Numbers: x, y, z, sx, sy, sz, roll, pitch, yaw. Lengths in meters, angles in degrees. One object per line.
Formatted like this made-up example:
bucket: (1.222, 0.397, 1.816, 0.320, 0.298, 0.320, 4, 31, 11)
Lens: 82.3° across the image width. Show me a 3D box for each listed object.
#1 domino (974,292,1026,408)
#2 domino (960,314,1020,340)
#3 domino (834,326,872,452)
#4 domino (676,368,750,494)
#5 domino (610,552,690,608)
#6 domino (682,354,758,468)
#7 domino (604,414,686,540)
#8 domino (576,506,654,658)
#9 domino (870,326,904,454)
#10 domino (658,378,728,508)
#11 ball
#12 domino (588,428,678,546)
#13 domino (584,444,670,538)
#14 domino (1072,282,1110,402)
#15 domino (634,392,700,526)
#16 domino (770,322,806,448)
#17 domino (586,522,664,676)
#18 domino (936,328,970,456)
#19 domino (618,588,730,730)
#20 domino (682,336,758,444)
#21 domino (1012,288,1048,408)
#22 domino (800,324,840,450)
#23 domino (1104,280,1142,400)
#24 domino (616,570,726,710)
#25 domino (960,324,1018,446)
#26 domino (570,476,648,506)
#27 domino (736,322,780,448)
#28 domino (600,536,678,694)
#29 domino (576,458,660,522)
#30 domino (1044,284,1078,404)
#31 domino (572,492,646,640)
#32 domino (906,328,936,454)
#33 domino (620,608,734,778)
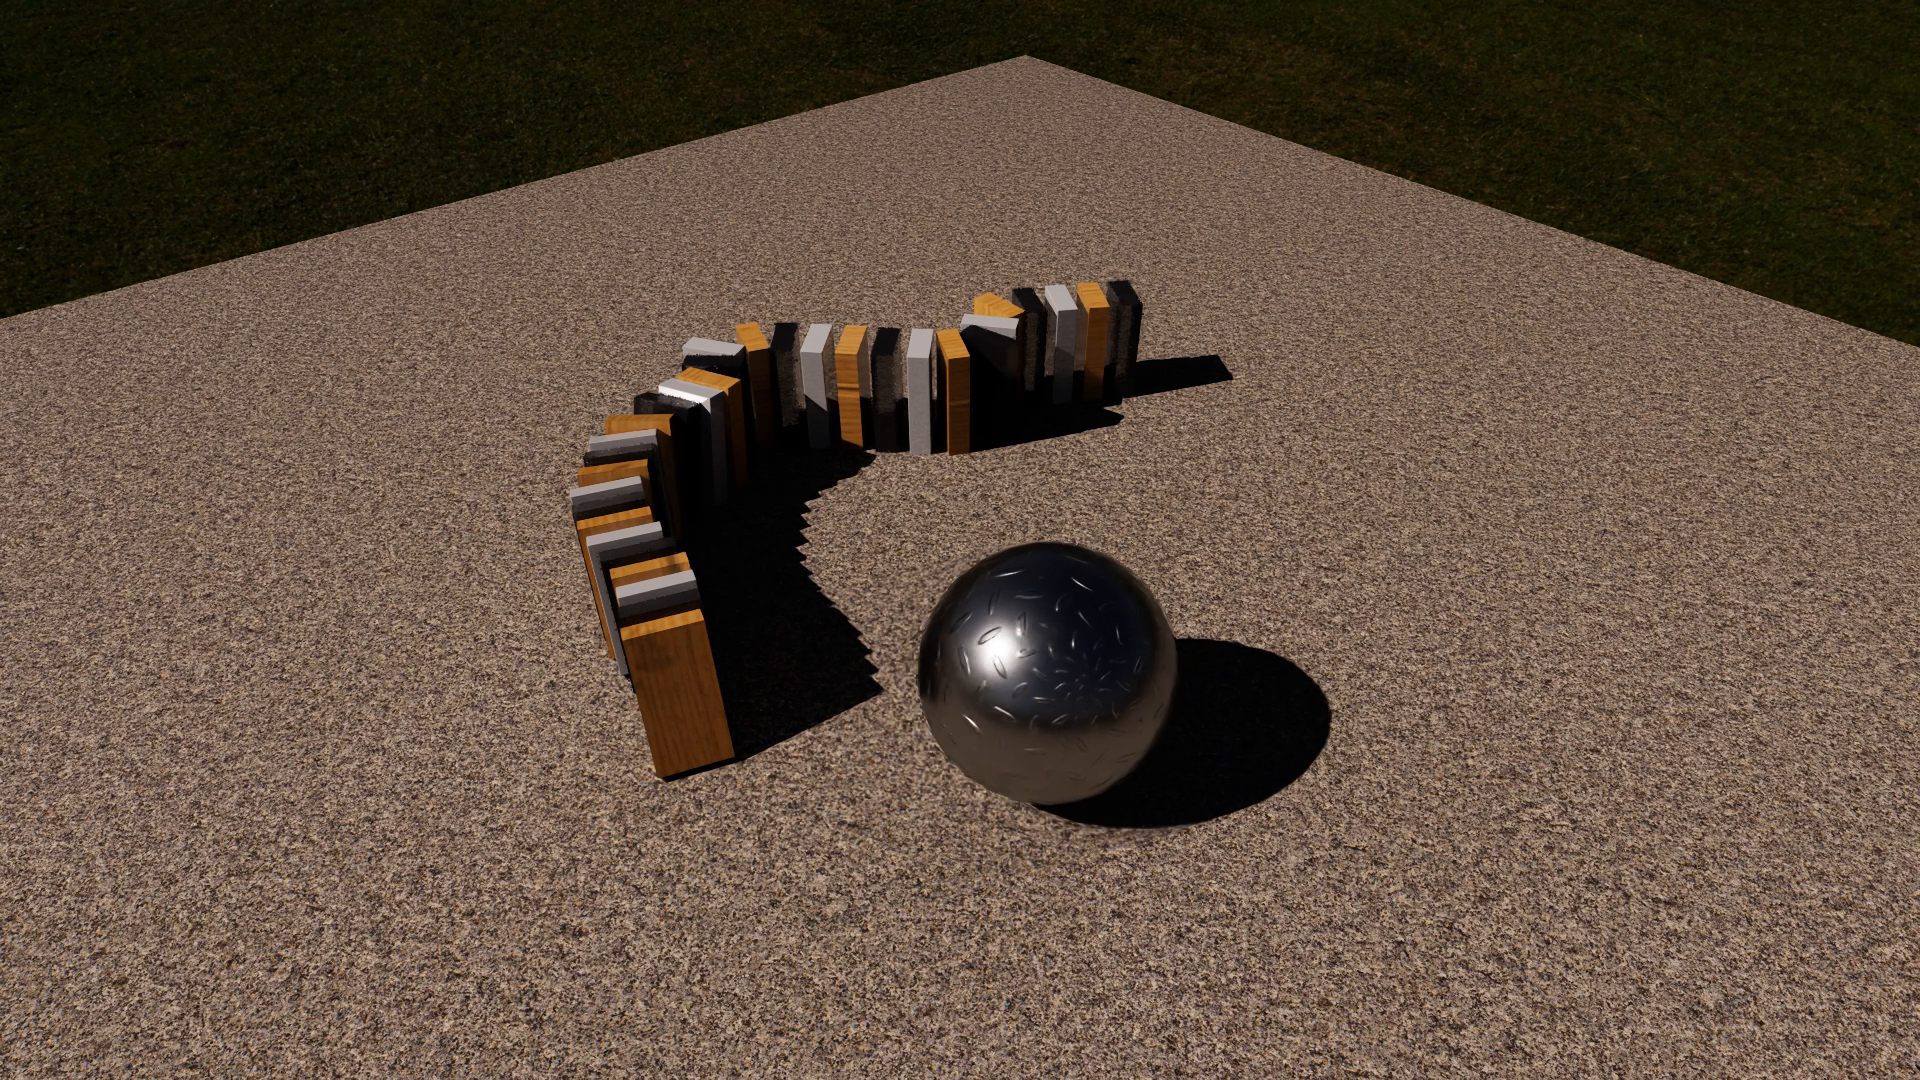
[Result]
domino: (0.018, -0.089, 0.520, 0.010, 0.050, 0.025, -29, 47, -30)
domino: (0.013, -0.079, 0.507, 0.025, 0.050, 0.010, 7, 40, 9)
domino: (-0.047, -0.068, 0.494, 0.009, 0.050, 0.025, 4, 39, 5)
domino: (-0.105, -0.046, 0.468, 0.025, 0.050, 0.009, 16, 36, 18)
domino: (-0.100, 0.031, 0.373, 0.025, 0.050, 0.009, -14, 23, -16)
domino: (-0.104, -0.056, 0.479, 0.025, 0.050, 0.009, 2, 37, 2)
domino: (-0.126, -0.025, 0.441, 0.025, 0.050, 0.009, -2, 21, -2)
domino: (-0.118, 0.015, 0.392, 0.025, 0.050, 0.010, -13, 23, -16)
domino: (-0.032, -0.067, 0.493, 0.009, 0.050, 0.025, 4, 39, 5)
domino: (-0.111, -0.040, 0.460, 0.025, 0.050, 0.010, 16, 32, 18)
ball: (0.027, 0.041, 0.338, 0.080, 0.080, 0.080, 0, 39, 0)
domino: (-0.128, -0.017, 0.432, 0.025, 0.050, 0.010, -9, 21, -11)
domino: (-0.127, -0.010, 0.424, 0.025, 0.050, 0.010, -9, 22, -11)
domino: (0.062, -0.095, 0.527, 0.009, 0.050, 0.025, -5, 40, -6)
domino: (-0.120, -0.033, 0.452, 0.025, 0.050, 0.009, 13, 24, 16)
domino: (-0.077, -0.070, 0.497, 0.009, 0.050, 0.025, 1, 39, -1)
domino: (-0.112, 0.021, 0.386, 0.025, 0.050, 0.010, -13, 23, -16)
domino: (-0.003, -0.066, 0.492, 0.009, 0.050, 0.025, -8, 40, -10)
domino: (-0.093, 0.043, 0.358, 0.025, 0.050, 0.009, -14, 23, -16)
domino: (-0.106, -0.064, 0.489, 0.025, 0.050, 0.009, 11, 39, 14)
domino: (0.032, -0.091, 0.523, 0.010, 0.050, 0.025, -9, 40, -11)
domino: (-0.063, -0.069, 0.496, 0.009, 0.050, 0.025, 3, 39, 4)
domino: (0.077, -0.096, 0.529, 0.009, 0.050, 0.025, -6, 40, -7)
domino: (-0.096, 0.037, 0.366, 0.025, 0.050, 0.010, -14, 23, -16)
domino: (0.013, -0.070, 0.496, 0.025, 0.050, 0.010, 24, 45, 26)
domino: (-0.125, 0.003, 0.407, 0.025, 0.050, 0.009, -13, 23, -16)
domino: (-0.091, -0.070, 0.496, 0.010, 0.050, 0.025, -14, 41, -17)
domino: (-0.106, 0.026, 0.379, 0.025, 0.050, 0.010, -13, 23, -16)
domino: (-0.126, -0.004, 0.416, 0.025, 0.050, 0.010, -9, 22, -11)
domino: (0.047, -0.093, 0.525, 0.009, 0.050, 0.025, -6, 40, -8)
domino: (-0.122, 0.010, 0.399, 0.025, 0.050, 0.010, -13, 23, -16)
domino: (-0.017, -0.066, 0.492, 0.009, 0.050, 0.025, 2, 39, 3)
domino: (-0.090, 0.049, 0.351, 0.025, 0.050, 0.010, -14, 23, -16)
